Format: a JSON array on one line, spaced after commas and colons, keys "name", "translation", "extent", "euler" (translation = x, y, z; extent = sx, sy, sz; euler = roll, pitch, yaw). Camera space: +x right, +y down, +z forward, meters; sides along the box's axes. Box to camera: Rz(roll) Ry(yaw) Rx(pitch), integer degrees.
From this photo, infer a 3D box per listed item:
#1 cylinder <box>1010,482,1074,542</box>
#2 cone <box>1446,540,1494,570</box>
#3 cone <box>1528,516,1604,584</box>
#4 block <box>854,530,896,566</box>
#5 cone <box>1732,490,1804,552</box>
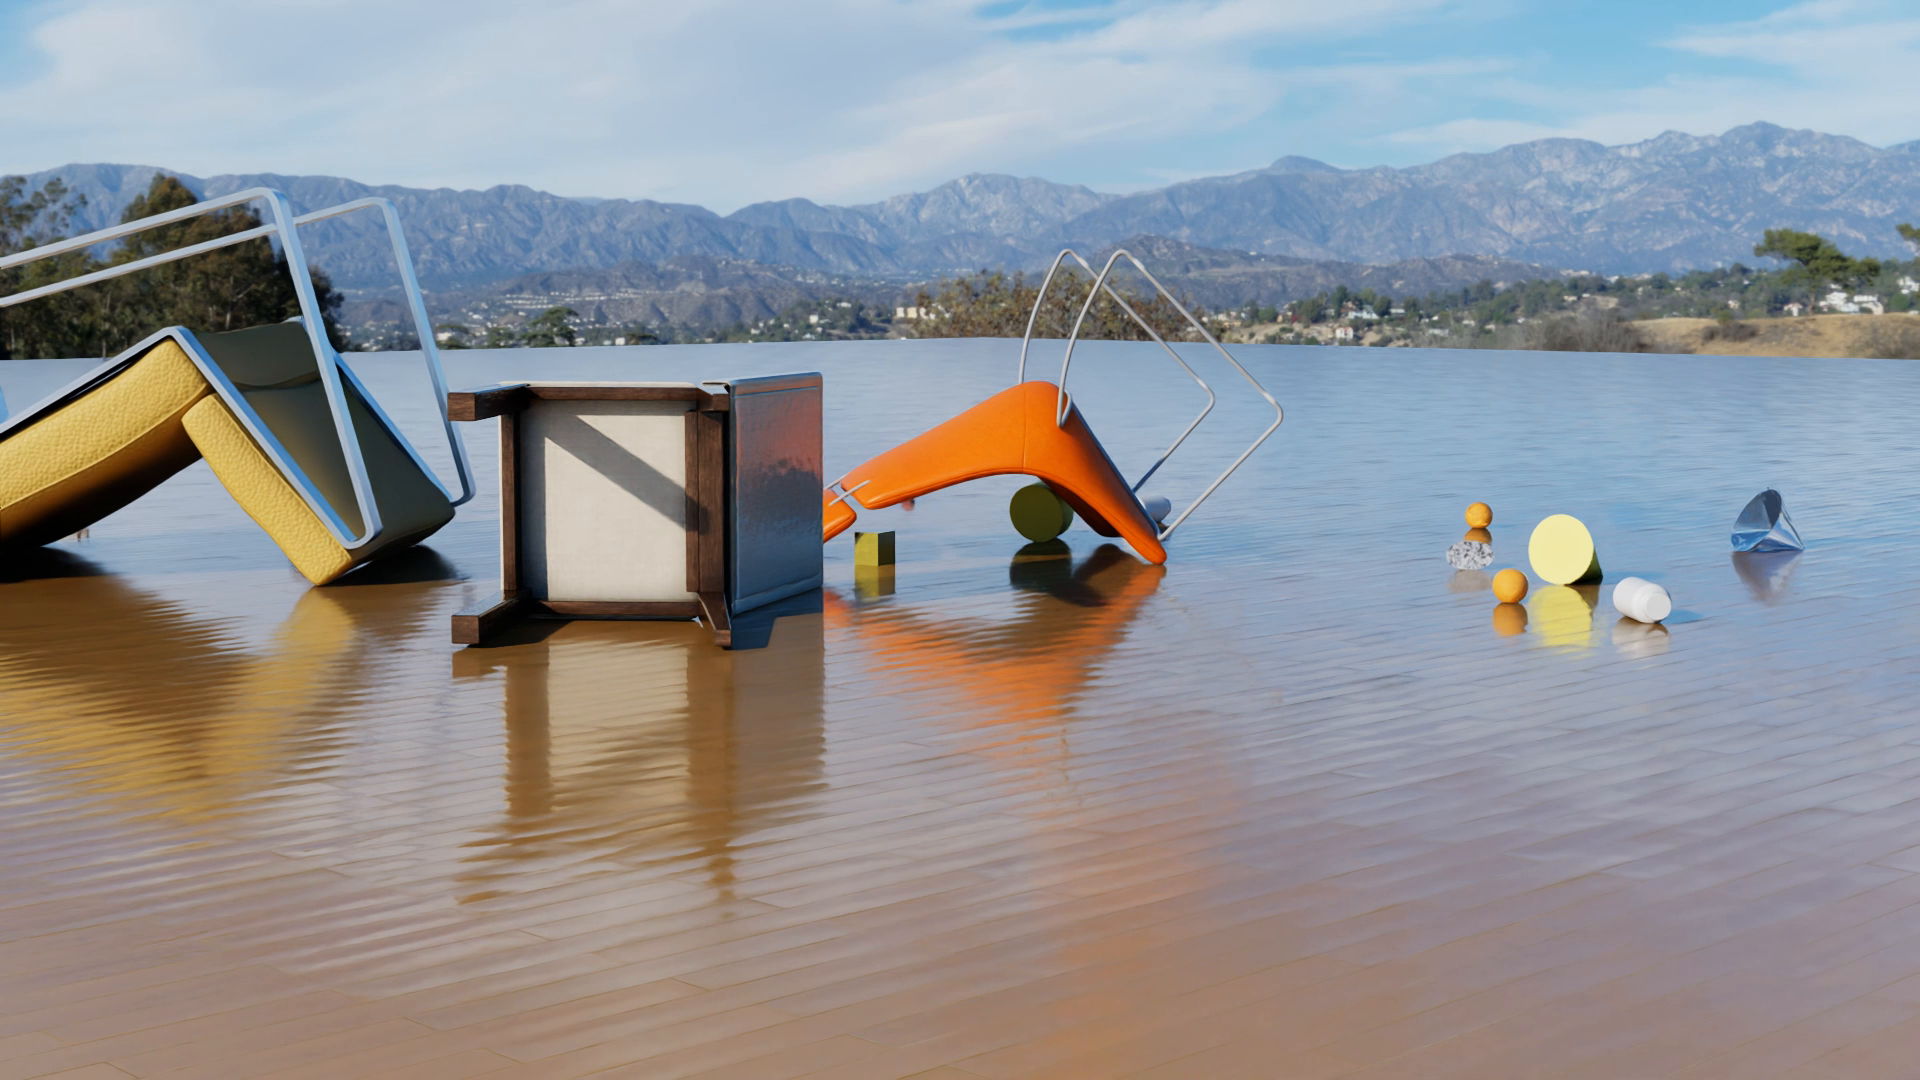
[{"name": "cylinder", "translation": [0.205, -0.071, 6.418], "extent": [0.129, 0.147, 0.136], "euler": [-36, -3, 14]}, {"name": "cone", "translation": [1.144, 0.048, 5.790], "extent": [0.111, 0.078, 0.054], "euler": [-7, -30, -8]}, {"name": "cone", "translation": [1.353, 0.049, 5.578], "extent": [0.205, 0.144, 0.164], "euler": [24, 30, -46]}, {"name": "block", "translation": [-0.195, 0.017, 5.884], "extent": [0.063, 0.074, 0.075], "euler": [3, 7, 30]}, {"name": "cone", "translation": [1.974, -0.012, 6.169], "extent": [0.145, 0.168, 0.198], "euler": [30, 9, -10]}]
